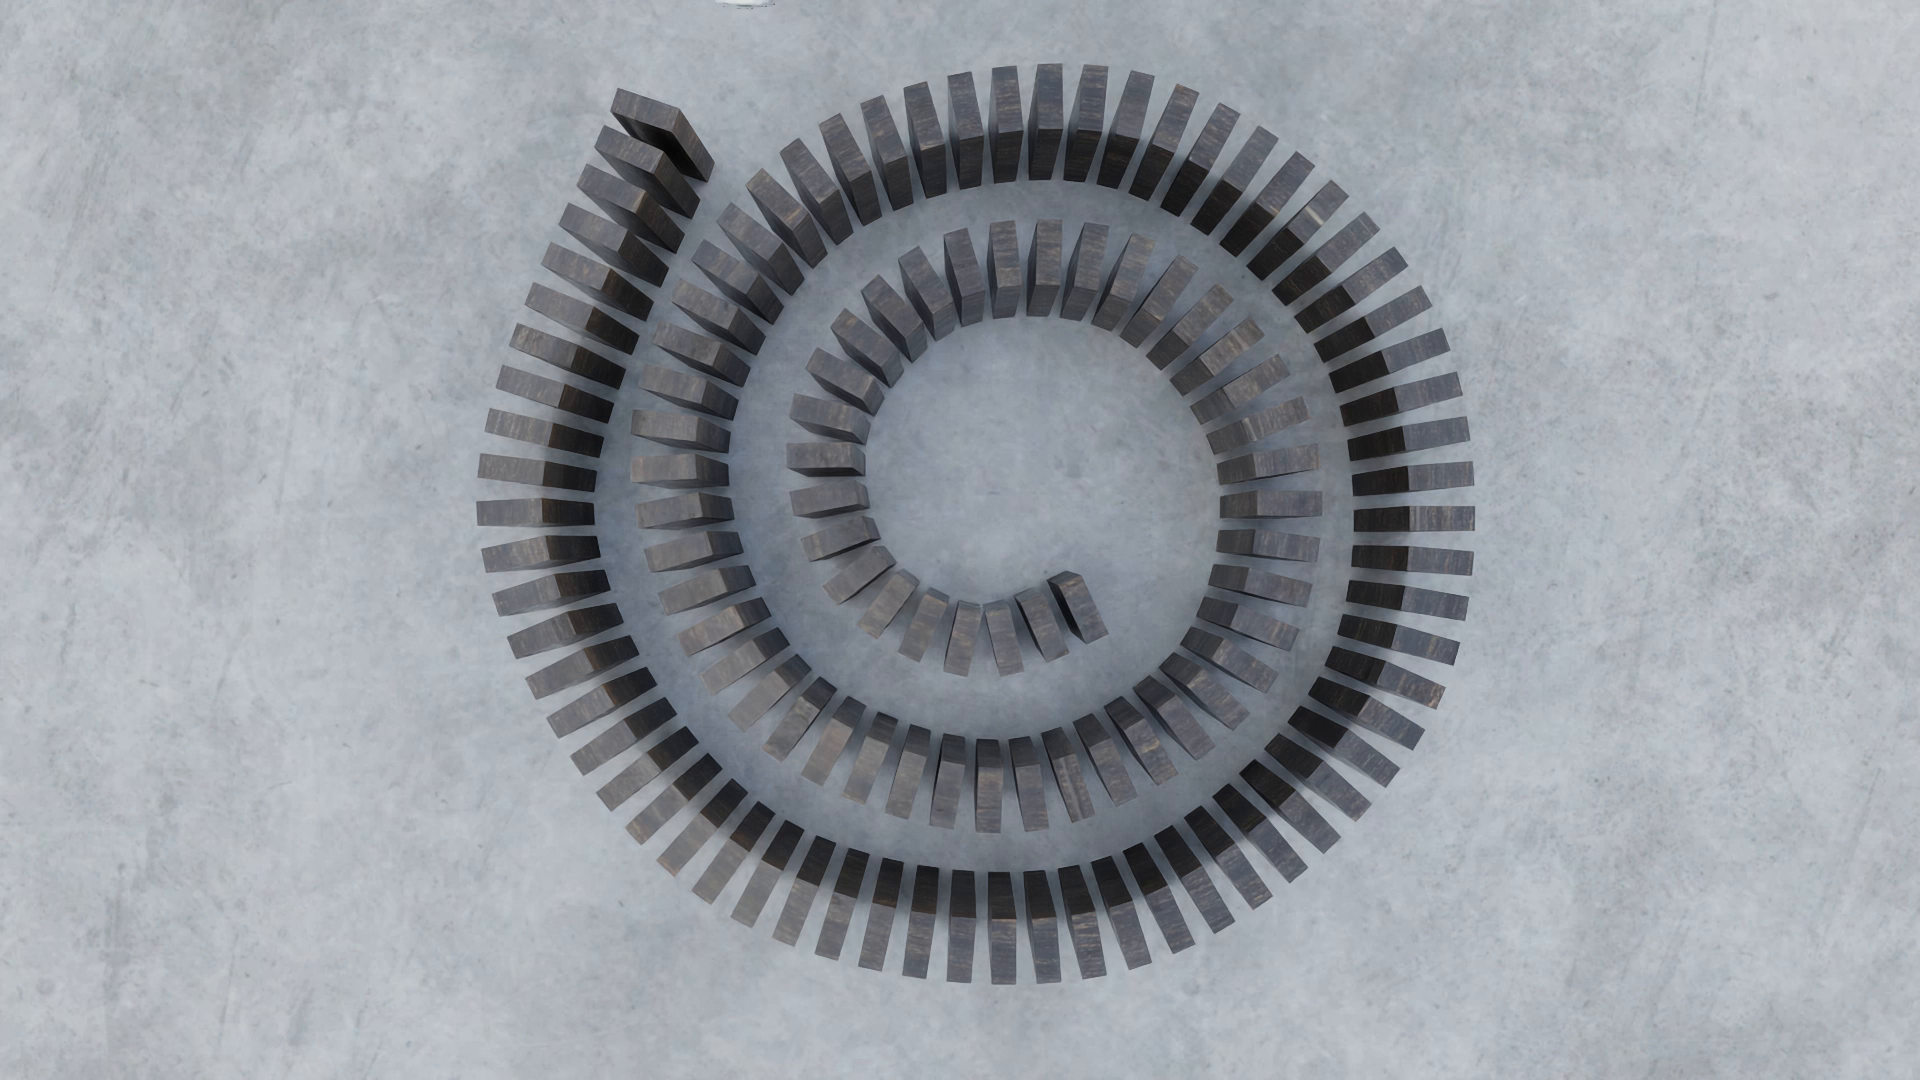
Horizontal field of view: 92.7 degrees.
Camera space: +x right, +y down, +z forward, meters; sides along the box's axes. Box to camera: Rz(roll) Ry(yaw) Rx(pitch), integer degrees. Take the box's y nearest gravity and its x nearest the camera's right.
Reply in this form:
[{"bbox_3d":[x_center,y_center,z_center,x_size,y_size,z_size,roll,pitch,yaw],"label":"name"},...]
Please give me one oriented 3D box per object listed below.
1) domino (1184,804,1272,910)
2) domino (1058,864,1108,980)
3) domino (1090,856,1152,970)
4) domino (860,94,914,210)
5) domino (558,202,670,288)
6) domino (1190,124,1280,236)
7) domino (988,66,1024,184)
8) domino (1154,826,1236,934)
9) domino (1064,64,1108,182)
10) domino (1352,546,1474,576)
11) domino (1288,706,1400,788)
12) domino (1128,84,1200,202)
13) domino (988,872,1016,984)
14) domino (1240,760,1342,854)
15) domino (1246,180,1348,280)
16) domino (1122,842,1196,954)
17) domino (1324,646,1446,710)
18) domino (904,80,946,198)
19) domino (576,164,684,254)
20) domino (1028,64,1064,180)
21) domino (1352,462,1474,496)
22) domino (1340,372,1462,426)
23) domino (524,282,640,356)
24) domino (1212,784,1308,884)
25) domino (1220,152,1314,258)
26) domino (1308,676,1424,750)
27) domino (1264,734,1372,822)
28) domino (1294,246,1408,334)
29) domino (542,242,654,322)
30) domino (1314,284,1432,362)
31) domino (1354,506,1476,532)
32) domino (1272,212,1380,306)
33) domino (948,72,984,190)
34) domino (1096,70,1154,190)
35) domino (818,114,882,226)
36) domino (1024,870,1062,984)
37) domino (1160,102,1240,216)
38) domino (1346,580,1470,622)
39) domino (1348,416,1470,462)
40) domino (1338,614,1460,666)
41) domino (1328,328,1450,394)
[{"bbox_3d":[0.109,0.129,0.375,0.010,0.050,0.025,-35,90,0],"label":"domino"},{"bbox_3d":[0.049,0.155,0.375,0.009,0.050,0.025,-10,90,0],"label":"domino"},{"bbox_3d":[0.065,0.151,0.375,0.010,0.050,0.025,-18,90,0],"label":"domino"},{"bbox_3d":[-0.029,-0.157,0.375,0.010,0.050,0.025,-22,90,0],"label":"domino"},{"bbox_3d":[-0.140,-0.120,0.375,0.025,0.050,0.009,24,90,0],"label":"domino"},{"bbox_3d":[0.111,-0.146,0.375,0.010,0.050,0.025,34,90,0],"label":"domino"},{"bbox_3d":[0.018,-0.168,0.375,0.010,0.050,0.025,-6,90,0],"label":"domino"},{"bbox_3d":[0.095,0.138,0.375,0.009,0.050,0.025,-31,90,0],"label":"domino"},{"bbox_3d":[0.051,-0.169,0.375,0.010,0.050,0.025,5,90,0],"label":"domino"},{"bbox_3d":[0.184,0.008,0.375,0.025,0.050,0.010,5,90,0],"label":"domino"},{"bbox_3d":[0.156,0.083,0.375,0.025,0.050,0.010,37,90,0],"label":"domino"},{"bbox_3d":[0.083,-0.161,0.375,0.009,0.050,0.025,22,90,0],"label":"domino"},{"bbox_3d":[0.017,0.157,0.375,0.009,0.050,0.025,0,90,0],"label":"domino"},{"bbox_3d":[0.134,0.108,0.375,0.010,0.050,0.025,-44,90,0],"label":"domino"},{"bbox_3d":[0.137,-0.125,0.375,0.010,0.050,0.025,43,90,0],"label":"domino"},{"bbox_3d":[0.080,0.145,0.375,0.009,0.050,0.025,-25,90,0],"label":"domino"},{"bbox_3d":[0.172,0.056,0.375,0.025,0.050,0.010,24,90,0],"label":"domino"},{"bbox_3d":[-0.014,-0.162,0.375,0.009,0.050,0.025,-16,90,0],"label":"domino"},{"bbox_3d":[-0.133,-0.134,0.375,0.025,0.050,0.009,25,90,0],"label":"domino"},{"bbox_3d":[0.035,-0.170,0.375,0.010,0.050,0.025,-1,90,0],"label":"domino"},{"bbox_3d":[0.184,-0.025,0.375,0.025,0.050,0.009,-4,90,0],"label":"domino"},{"bbox_3d":[0.179,-0.057,0.375,0.025,0.050,0.009,-14,90,0],"label":"domino"},{"bbox_3d":[-0.153,-0.090,0.375,0.025,0.050,0.010,22,90,0],"label":"domino"},{"bbox_3d":[0.122,0.119,0.375,0.010,0.050,0.025,-40,90,0],"label":"domino"},{"bbox_3d":[0.124,-0.136,0.375,0.009,0.050,0.025,38,90,0],"label":"domino"},{"bbox_3d":[0.165,0.070,0.375,0.025,0.050,0.010,31,90,0],"label":"domino"},{"bbox_3d":[0.145,0.096,0.375,0.025,0.050,0.010,42,90,0],"label":"domino"},{"bbox_3d":[0.159,-0.101,0.375,0.025,0.050,0.010,-36,90,0],"label":"domino"},{"bbox_3d":[-0.147,-0.105,0.375,0.025,0.050,0.010,24,90,0],"label":"domino"},{"bbox_3d":[0.167,-0.087,0.375,0.025,0.050,0.010,-29,90,0],"label":"domino"},{"bbox_3d":[0.184,-0.008,0.375,0.025,0.050,0.010,0,90,0],"label":"domino"},{"bbox_3d":[0.148,-0.114,0.375,0.025,0.050,0.009,-42,90,0],"label":"domino"},{"bbox_3d":[0.002,-0.166,0.375,0.009,0.050,0.025,-11,90,0],"label":"domino"},{"bbox_3d":[0.067,-0.166,0.375,0.010,0.050,0.025,14,90,0],"label":"domino"},{"bbox_3d":[-0.044,-0.150,0.375,0.010,0.050,0.025,-28,90,0],"label":"domino"},{"bbox_3d":[0.033,0.157,0.375,0.009,0.050,0.025,-4,90,0],"label":"domino"},{"bbox_3d":[0.097,-0.154,0.375,0.009,0.050,0.025,29,90,0],"label":"domino"},{"bbox_3d":[0.182,0.024,0.375,0.025,0.050,0.010,10,90,0],"label":"domino"},{"bbox_3d":[0.182,-0.041,0.375,0.025,0.050,0.010,-9,90,0],"label":"domino"},{"bbox_3d":[0.178,0.040,0.375,0.025,0.050,0.009,16,90,0],"label":"domino"},{"bbox_3d":[0.174,-0.073,0.375,0.025,0.050,0.010,-20,90,0],"label":"domino"}]
